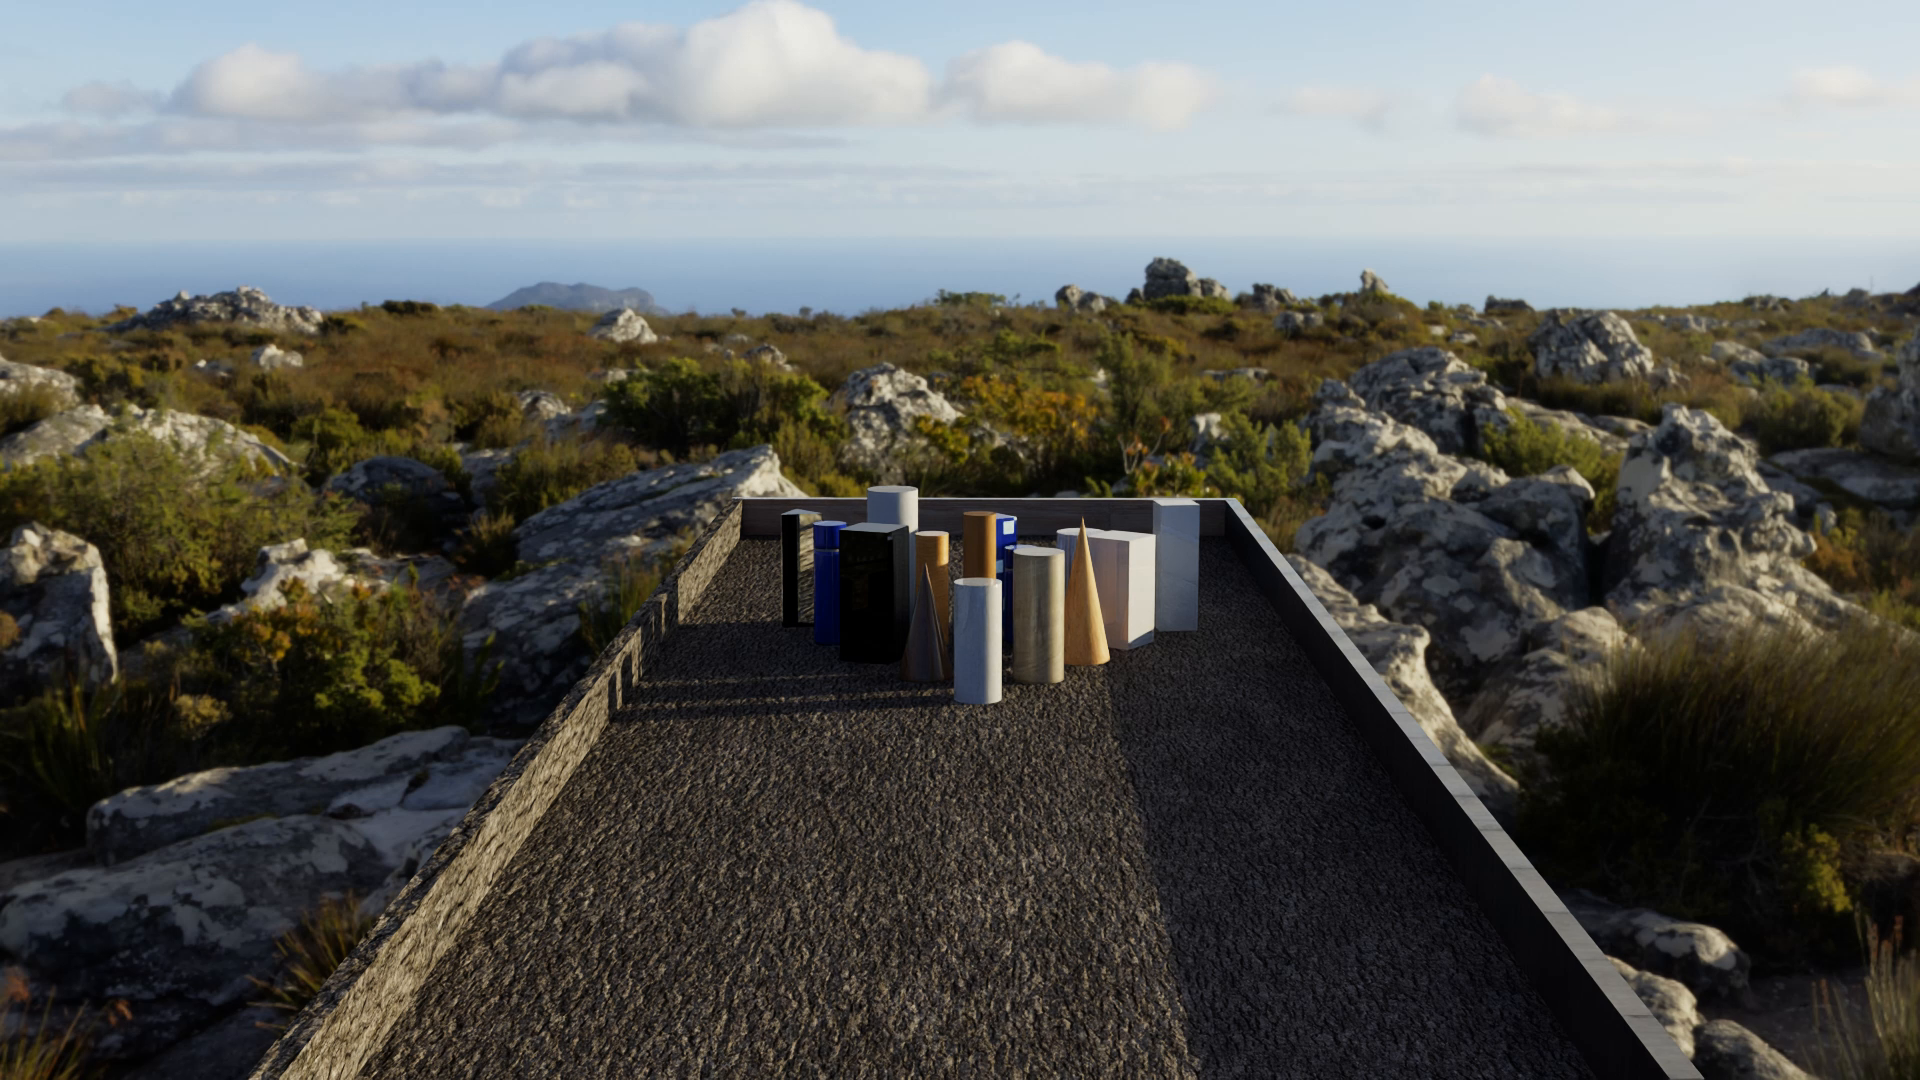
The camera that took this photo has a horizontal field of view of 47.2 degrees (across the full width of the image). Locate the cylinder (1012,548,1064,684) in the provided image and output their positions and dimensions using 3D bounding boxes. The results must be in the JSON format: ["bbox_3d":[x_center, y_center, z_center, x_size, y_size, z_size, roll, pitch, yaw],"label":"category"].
[{"bbox_3d":[0.230,0.220,6.419,0.150,0.377,0.150,0,9,0],"label":"cylinder"}]

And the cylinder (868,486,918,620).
[{"bbox_3d":[-0.220,0.057,7.203,0.166,0.453,0.166,0,9,0],"label":"cylinder"}]

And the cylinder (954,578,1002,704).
[{"bbox_3d":[0.050,0.282,6.164,0.134,0.334,0.134,0,9,0],"label":"cylinder"}]

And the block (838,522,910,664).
[{"bbox_3d":[-0.260,0.161,6.705,0.161,0.403,0.161,4,10,22],"label":"block"}]

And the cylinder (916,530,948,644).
[{"bbox_3d":[-0.088,0.153,6.924,0.105,0.351,0.105,0,9,0],"label":"cylinder"}]

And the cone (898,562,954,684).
[{"bbox_3d":[-0.101,0.231,6.438,0.165,0.348,0.165,0,9,0],"label":"cone"}]

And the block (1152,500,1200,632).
[{"bbox_3d":[0.702,0.082,7.173,0.126,0.413,0.126,-1,9,-7],"label":"block"}]

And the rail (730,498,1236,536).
[{"bbox_3d":[0.099,-0.098,9.147,2.100,0.150,0.050,0,9,1],"label":"rail"}]

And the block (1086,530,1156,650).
[{"bbox_3d":[0.504,0.156,6.930,0.159,0.343,0.159,6,11,35],"label":"block"}]

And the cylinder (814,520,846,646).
[{"bbox_3d":[-0.408,0.137,6.915,0.105,0.384,0.105,0,9,0],"label":"cylinder"}]

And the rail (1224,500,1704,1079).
[{"bbox_3d":[1.046,0.843,3.208,0.050,0.150,12.000,0,9,1],"label":"rail"}]

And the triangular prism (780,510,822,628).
[{"bbox_3d":[-0.529,0.091,7.244,0.135,0.374,0.117,-2,9,-12],"label":"triangular prism"}]

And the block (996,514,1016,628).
[{"bbox_3d":[0.100,0.102,7.209,0.122,0.363,0.122,-6,11,-34],"label":"block"}]

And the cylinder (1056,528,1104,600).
[{"bbox_3d":[0.394,0.129,7.183,0.160,0.316,0.160,0,9,0],"label":"cylinder"}]

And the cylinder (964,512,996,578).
[{"bbox_3d":[0.060,0.140,6.703,0.101,0.446,0.101,0,9,0],"label":"cylinder"}]

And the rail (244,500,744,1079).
[{"bbox_3d":[-1.004,0.839,3.234,0.050,0.150,12.000,0,9,1],"label":"rail"}]

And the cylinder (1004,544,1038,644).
[{"bbox_3d":[0.193,0.173,6.946,0.106,0.303,0.106,0,9,0],"label":"cylinder"}]

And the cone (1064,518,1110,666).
[{"bbox_3d":[0.370,0.146,6.677,0.176,0.442,0.176,0,9,0],"label":"cone"}]
